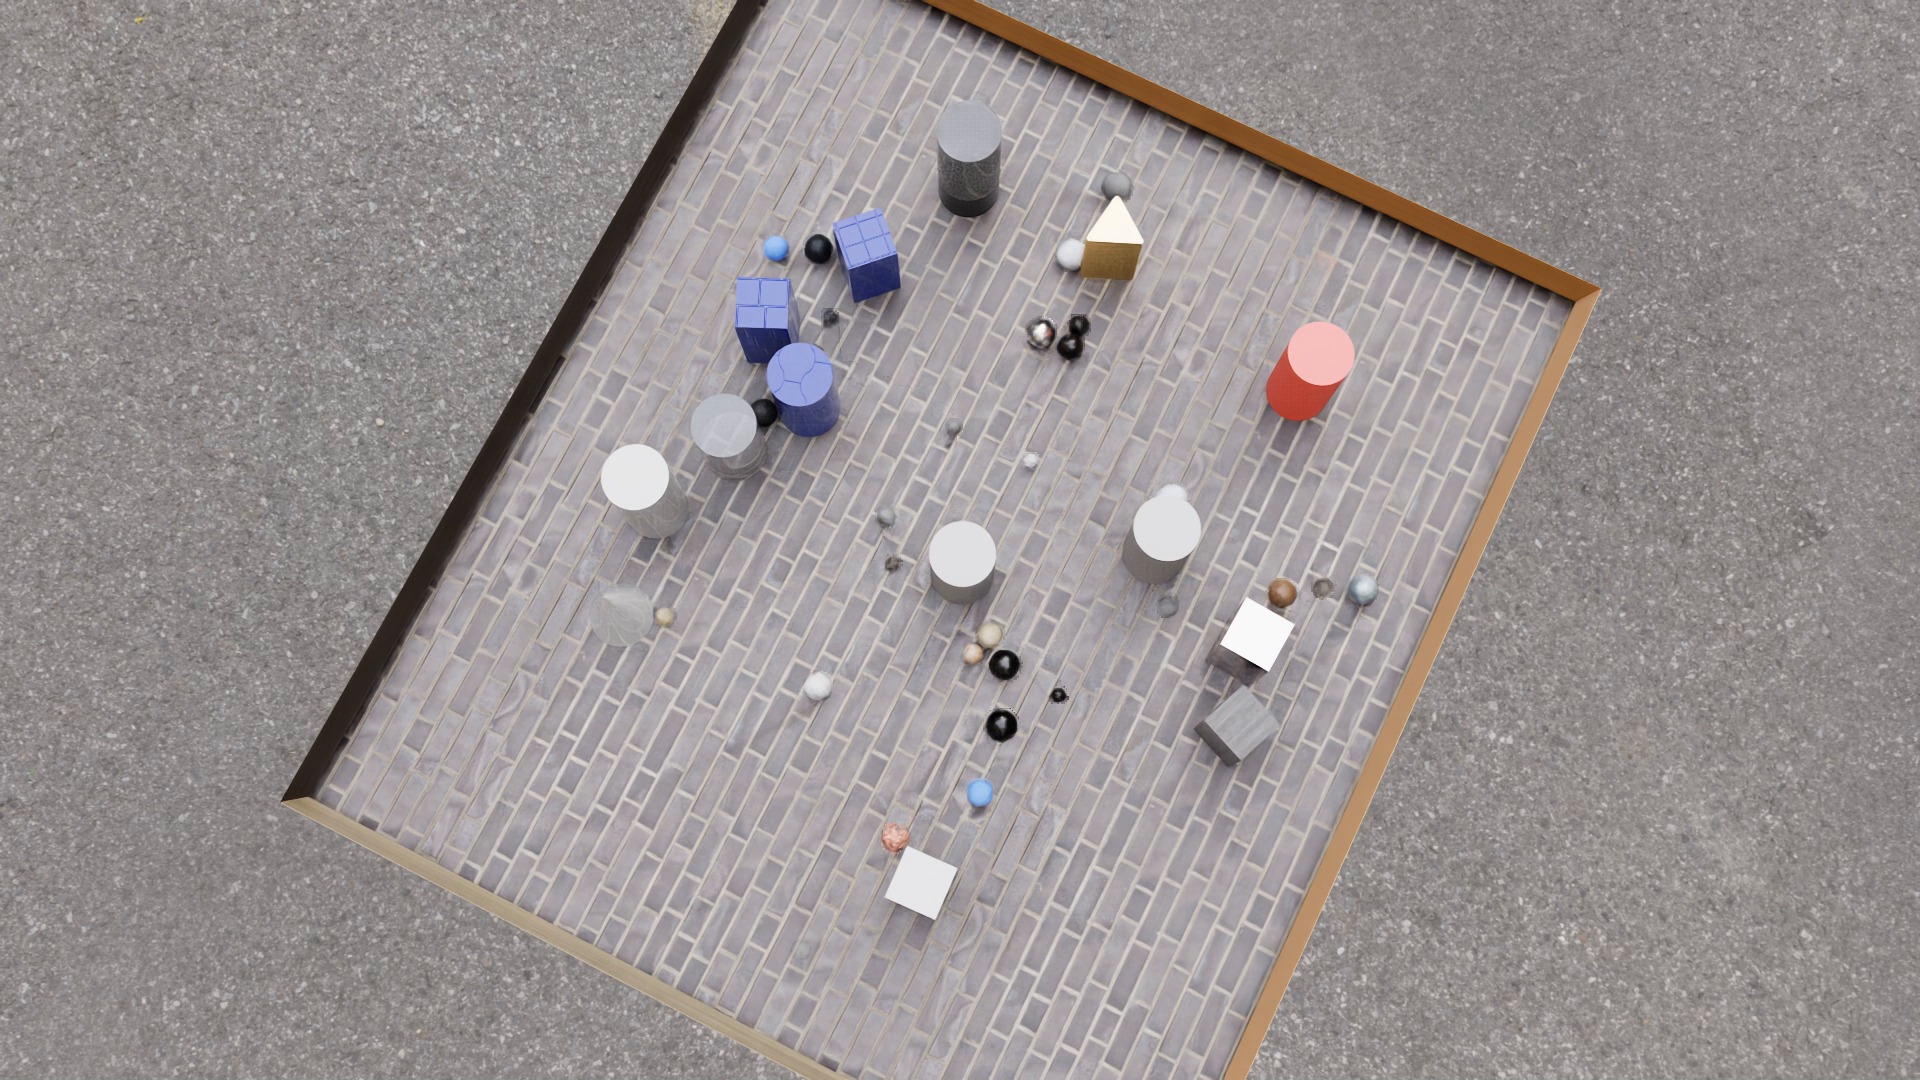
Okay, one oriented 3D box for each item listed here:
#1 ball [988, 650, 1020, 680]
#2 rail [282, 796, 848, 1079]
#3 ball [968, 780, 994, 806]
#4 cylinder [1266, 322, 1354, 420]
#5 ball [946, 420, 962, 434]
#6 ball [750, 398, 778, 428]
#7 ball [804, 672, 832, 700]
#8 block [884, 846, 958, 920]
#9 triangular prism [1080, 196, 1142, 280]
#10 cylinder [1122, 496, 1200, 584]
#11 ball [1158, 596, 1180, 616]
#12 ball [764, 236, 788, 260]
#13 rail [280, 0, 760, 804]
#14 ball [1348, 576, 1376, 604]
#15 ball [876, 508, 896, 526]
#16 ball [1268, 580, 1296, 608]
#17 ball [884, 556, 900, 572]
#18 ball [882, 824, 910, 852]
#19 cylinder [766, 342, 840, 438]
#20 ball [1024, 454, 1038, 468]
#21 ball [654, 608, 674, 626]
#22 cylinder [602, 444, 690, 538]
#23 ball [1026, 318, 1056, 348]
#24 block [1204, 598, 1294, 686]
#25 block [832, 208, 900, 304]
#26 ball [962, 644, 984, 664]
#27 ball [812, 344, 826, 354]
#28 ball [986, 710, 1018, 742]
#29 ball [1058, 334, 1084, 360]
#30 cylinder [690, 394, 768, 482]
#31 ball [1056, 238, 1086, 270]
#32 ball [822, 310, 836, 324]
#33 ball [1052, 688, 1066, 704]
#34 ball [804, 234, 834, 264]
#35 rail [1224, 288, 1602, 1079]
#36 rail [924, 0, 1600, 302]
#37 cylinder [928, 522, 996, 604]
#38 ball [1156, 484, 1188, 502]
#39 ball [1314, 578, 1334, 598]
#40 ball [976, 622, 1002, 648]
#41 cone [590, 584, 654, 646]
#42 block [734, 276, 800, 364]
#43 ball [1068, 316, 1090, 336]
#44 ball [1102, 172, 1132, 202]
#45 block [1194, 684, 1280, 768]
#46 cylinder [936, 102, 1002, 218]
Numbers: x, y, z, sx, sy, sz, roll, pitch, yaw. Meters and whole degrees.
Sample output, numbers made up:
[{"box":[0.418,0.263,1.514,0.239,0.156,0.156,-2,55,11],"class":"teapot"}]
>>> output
[{"box":[0.134,0.374,5.491,0.094,0.094,0.094,0,78,0],"class":"ball"},{"box":[-0.700,1.377,5.266,2.838,0.126,0.045,26,80,5],"class":"rail"},{"box":[0.060,0.750,5.422,0.078,0.078,0.078,0,78,0],"class":"ball"},{"box":[1.051,-0.504,5.523,0.194,0.387,0.194,0,78,0],"class":"cylinder"},{"box":[-0.019,-0.348,5.665,0.047,0.047,0.047,0,78,0],"class":"ball"},{"box":[-0.606,-0.392,5.653,0.088,0.088,0.088,0,78,0],"class":"ball"},{"box":[-0.425,0.438,5.484,0.082,0.082,0.082,0,78,0],"class":"ball"},{"box":[-0.109,0.990,5.280,0.155,0.258,0.155,23,79,5],"class":"block"},{"box":[0.468,-0.933,5.647,0.168,0.318,0.146,4,78,1],"class":"triangular prism"},{"box":[0.594,0.002,5.432,0.194,0.360,0.194,0,78,0],"class":"cylinder"},{"box":[0.631,0.201,5.543,0.063,0.063,0.063,0,78,0],"class":"ball"},{"box":[-0.578,-0.918,5.767,0.077,0.077,0.077,0,78,0],"class":"ball"},{"box":[-1.248,-0.604,5.676,0.045,0.126,3.176,26,80,5],"class":"rail"},{"box":[1.216,0.152,5.541,0.086,0.086,0.086,0,78,0],"class":"ball"},{"box":[-0.224,-0.071,5.601,0.059,0.059,0.059,0,78,0],"class":"ball"},{"box":[0.974,0.162,5.539,0.086,0.086,0.086,0,78,0],"class":"ball"},{"box":[-0.205,0.072,5.578,0.047,0.047,0.047,0,78,0],"class":"ball"},{"box":[-0.190,0.875,5.387,0.080,0.080,0.080,0,78,0],"class":"ball"},{"box":[-0.468,-0.449,5.531,0.194,0.350,0.194,0,78,0],"class":"cylinder"},{"box":[0.217,-0.244,5.645,0.042,0.042,0.042,0,78,0],"class":"ball"},{"box":[-0.886,0.230,5.499,0.057,0.057,0.057,0,78,0],"class":"ball"},{"box":[-0.930,-0.140,5.441,0.194,0.400,0.194,0,78,0],"class":"cylinder"},{"box":[0.252,-0.643,5.703,0.091,0.091,0.091,0,78,0],"class":"ball"},{"box":[0.846,0.303,5.376,0.155,0.348,0.155,30,80,6],"class":"block"},{"box":[-0.286,-0.873,5.641,0.155,0.306,0.155,-19,79,-4],"class":"block"},{"box":[0.040,0.342,5.514,0.062,0.062,0.062,0,78,0],"class":"ball"},{"box":[-0.460,-0.564,5.686,0.093,0.093,0.093,0,78,0],"class":"ball"},{"box":[0.124,0.552,5.454,0.095,0.095,0.095,0,78,0],"class":"ball"},{"box":[0.344,-0.600,5.699,0.083,0.083,0.083,0,78,0],"class":"ball"},{"box":[-0.693,-0.305,5.524,0.194,0.305,0.194,0,78,0],"class":"cylinder"},{"box":[0.351,-0.896,5.753,0.097,0.097,0.097,0,78,0],"class":"ball"},{"box":[-0.408,-0.701,5.740,0.043,0.043,0.043,0,78,0],"class":"ball"},{"box":[0.296,0.466,5.497,0.046,0.046,0.046,0,78,0],"class":"ball"},{"box":[-0.444,-0.914,5.759,0.091,0.091,0.091,0,78,0],"class":"ball"},{"box":[1.248,0.618,5.423,0.045,0.126,3.176,26,80,5],"class":"rail"},{"box":[0.700,-1.364,5.833,2.838,0.126,0.045,26,80,5],"class":"rail"},{"box":[0.007,0.071,5.448,0.194,0.302,0.194,0,78,0],"class":"cylinder"},{"box":[0.648,-0.123,5.592,0.097,0.097,0.097,0,78,0],"class":"ball"},{"box":[1.102,0.143,5.555,0.062,0.062,0.062,0,78,0],"class":"ball"},{"box":[0.088,0.288,5.517,0.079,0.079,0.079,0,78,0],"class":"ball"},{"box":[-1.028,0.196,5.414,0.194,0.317,0.194,0,78,0],"class":"cone"},{"box":[-0.583,-0.663,5.573,0.155,0.354,0.155,2,78,0],"class":"block"},{"box":[0.371,-0.669,5.721,0.066,0.066,0.066,0,78,0],"class":"ball"},{"box":[0.497,-1.118,5.798,0.097,0.097,0.097,0,78,0],"class":"ball"},{"box":[0.810,0.548,5.378,0.155,0.245,0.155,-41,81,-8],"class":"block"},{"box":[0.027,-1.165,5.635,0.194,0.436,0.194,0,78,0],"class":"cylinder"}]
